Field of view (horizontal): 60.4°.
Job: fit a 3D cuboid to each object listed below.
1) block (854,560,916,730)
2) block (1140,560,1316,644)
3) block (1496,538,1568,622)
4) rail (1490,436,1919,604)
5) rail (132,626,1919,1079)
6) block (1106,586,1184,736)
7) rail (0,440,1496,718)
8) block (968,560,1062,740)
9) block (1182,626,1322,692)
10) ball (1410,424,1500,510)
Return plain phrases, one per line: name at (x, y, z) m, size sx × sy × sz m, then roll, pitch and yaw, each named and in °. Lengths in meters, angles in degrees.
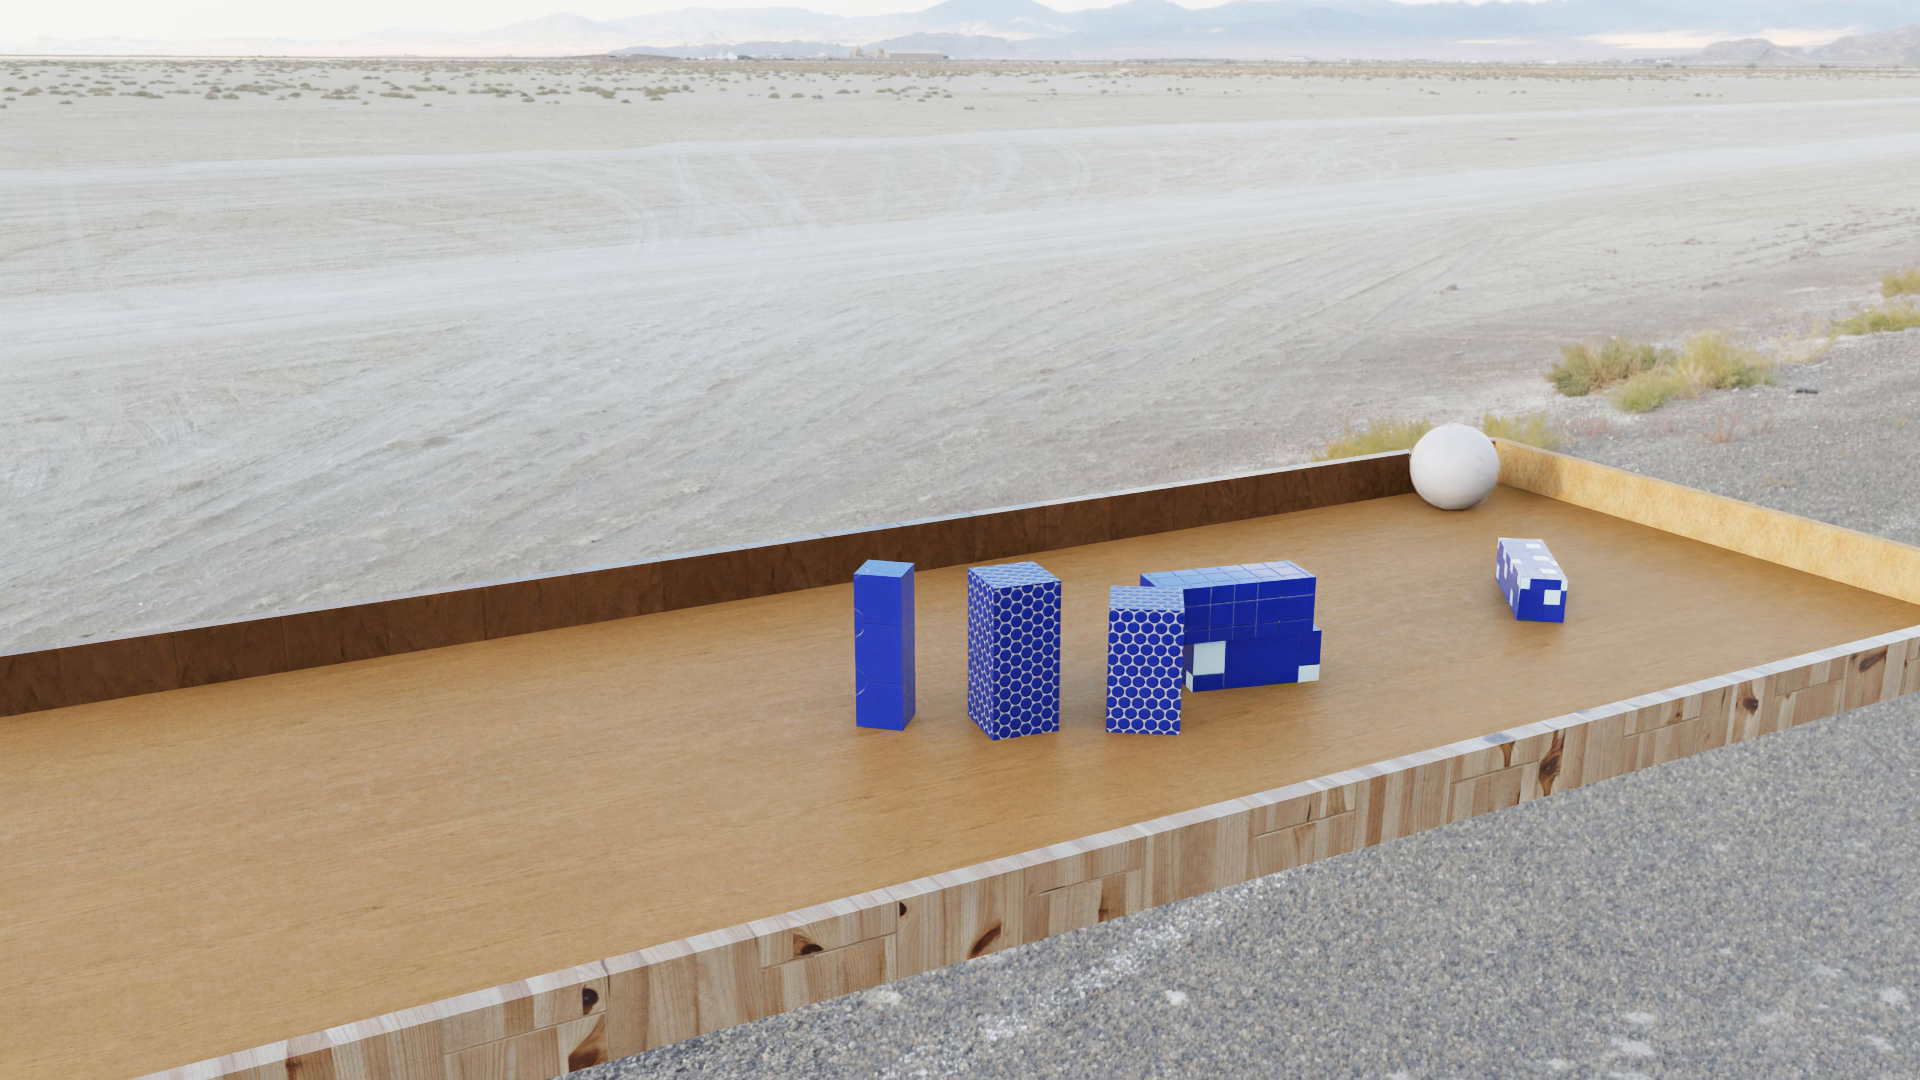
block at (-0.175, 0.246, 3.853) m, size 0.113 × 0.376 × 0.113 m, roll 4°, pitch 17°, yaw 13°
block at (0.662, 0.156, 4.096) m, size 0.408 × 0.143 × 0.143 m, roll -5°, pitch 17°, yaw -16°
block at (1.643, 0.111, 4.755) m, size 0.124 × 0.124 × 0.401 m, roll 3°, pitch 17°, yaw 9°
rail at (2.466, -0.048, 5.253) m, size 0.050 × 0.150 × 2.100 m, roll -9°, pitch 18°, yaw -27°
rail at (-2.336, 1.006, 1.665) m, size 12.000 × 0.150 × 0.050 m, roll -9°, pitch 18°, yaw -27°
block at (0.433, 0.280, 3.864) m, size 0.170 × 0.303 × 0.170 m, roll 2°, pitch 16°, yaw 6°
rail at (-3.305, 0.497, 3.399) m, size 12.000 × 0.150 × 0.050 m, roll -9°, pitch 18°, yaw -27°
block at (0.124, 0.255, 3.837) m, size 0.164 × 0.367 × 0.164 m, roll -6°, pitch 17°, yaw -20°
block at (0.722, 0.282, 4.157) m, size 0.339 × 0.134 × 0.134 m, roll -4°, pitch 17°, yaw -13°
ball at (1.703, -0.253, 5.686) m, size 0.298 × 0.298 × 0.298 m, roll 0°, pitch 16°, yaw 0°
